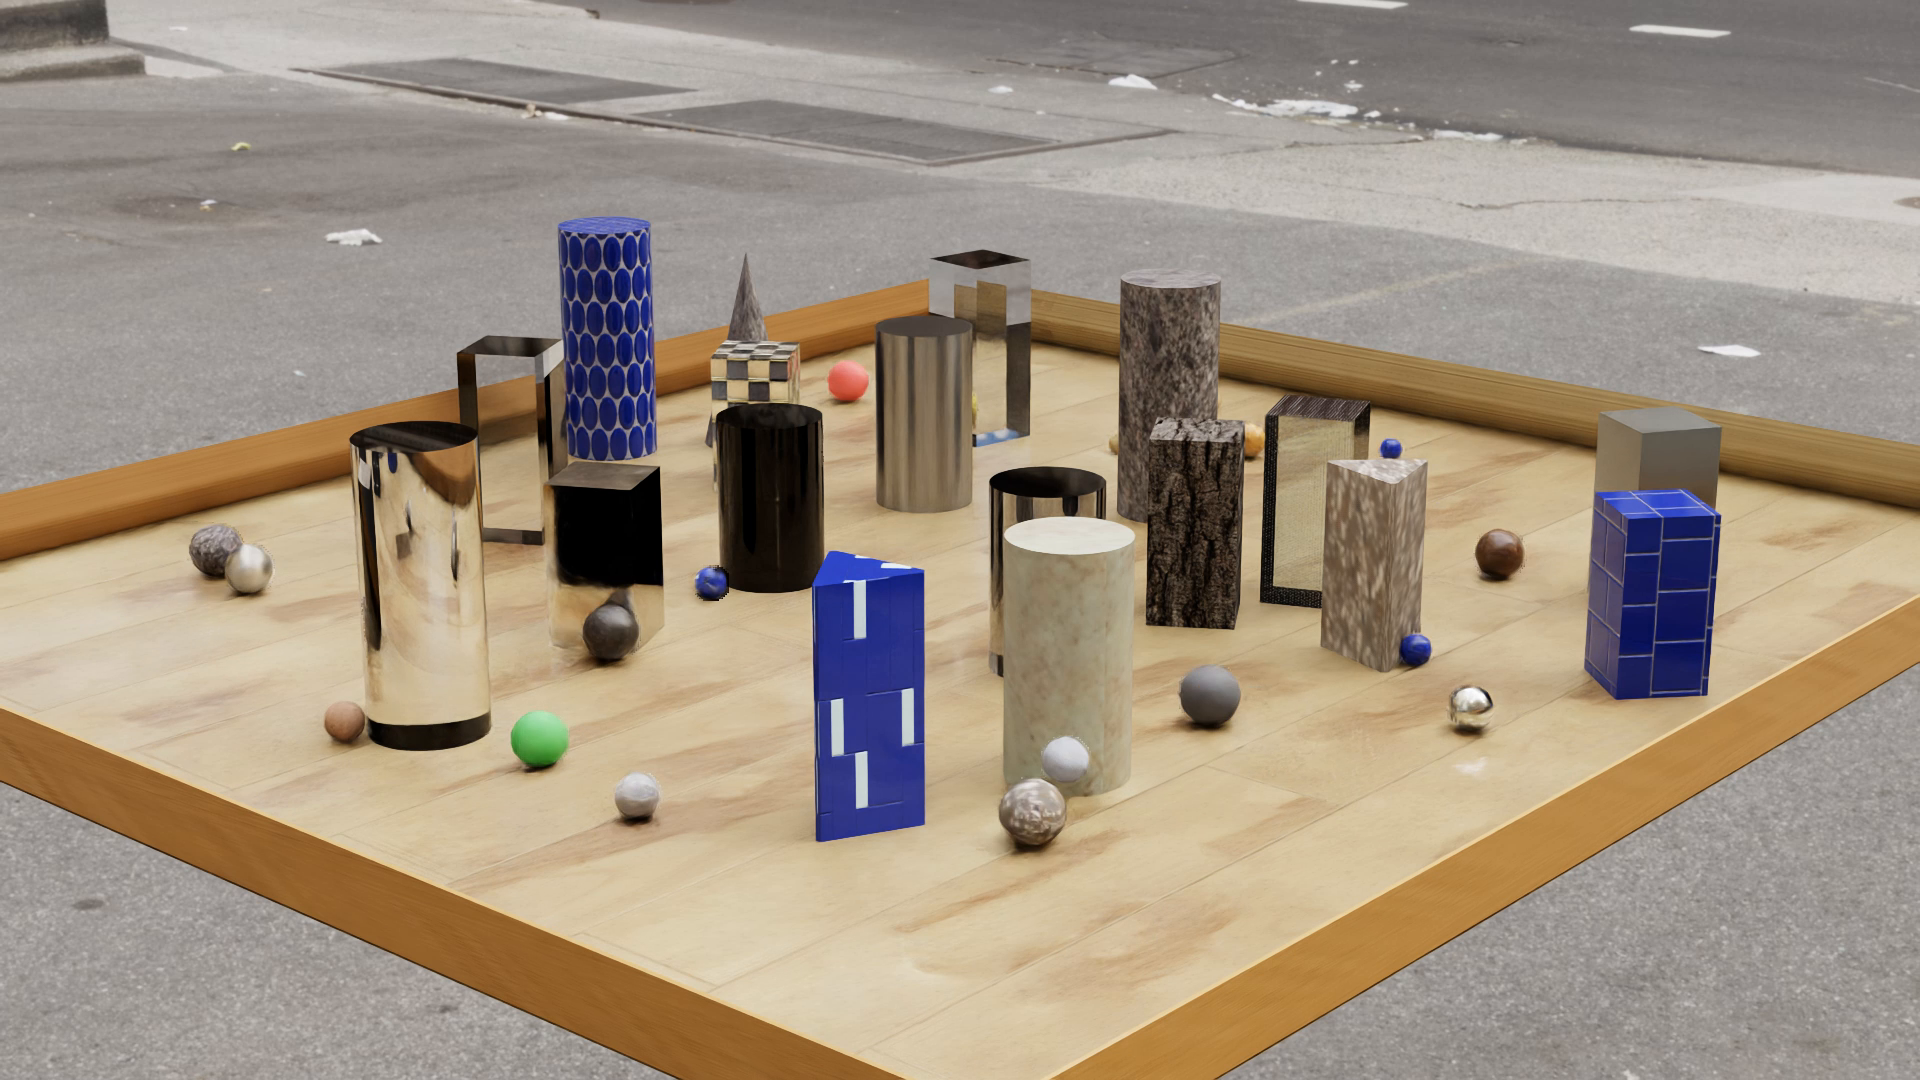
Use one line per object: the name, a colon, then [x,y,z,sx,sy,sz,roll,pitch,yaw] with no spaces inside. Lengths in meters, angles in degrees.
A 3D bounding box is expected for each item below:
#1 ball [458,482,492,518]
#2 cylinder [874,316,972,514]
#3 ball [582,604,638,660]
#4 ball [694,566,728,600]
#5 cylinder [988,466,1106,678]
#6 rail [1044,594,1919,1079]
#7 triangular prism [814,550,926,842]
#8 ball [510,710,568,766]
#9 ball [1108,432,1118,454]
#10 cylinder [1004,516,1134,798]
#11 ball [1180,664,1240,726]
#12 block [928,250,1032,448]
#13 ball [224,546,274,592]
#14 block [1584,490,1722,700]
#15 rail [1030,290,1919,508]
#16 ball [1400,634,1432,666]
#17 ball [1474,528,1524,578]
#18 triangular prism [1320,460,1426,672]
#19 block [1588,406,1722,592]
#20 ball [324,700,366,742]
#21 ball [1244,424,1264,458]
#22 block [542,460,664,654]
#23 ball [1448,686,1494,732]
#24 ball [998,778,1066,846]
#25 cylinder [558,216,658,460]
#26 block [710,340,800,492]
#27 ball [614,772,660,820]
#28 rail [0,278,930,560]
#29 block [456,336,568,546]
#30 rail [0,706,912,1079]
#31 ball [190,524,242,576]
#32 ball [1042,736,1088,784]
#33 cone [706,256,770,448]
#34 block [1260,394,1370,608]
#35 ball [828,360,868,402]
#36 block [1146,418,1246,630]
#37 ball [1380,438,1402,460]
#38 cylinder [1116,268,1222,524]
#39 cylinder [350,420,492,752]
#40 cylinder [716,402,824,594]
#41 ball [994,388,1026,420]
ball: [-0.918,-0.075,5.552,0.066,0.066,0.066,0,17,0]
cylinder: [-0.069,-0.243,5.644,0.187,0.345,0.187,0,17,0]
ball: [-0.568,0.150,4.768,0.091,0.091,0.091,0,17,0]
ball: [-0.432,0.075,5.089,0.057,0.057,0.057,0,17,0]
cylinder: [0.140,0.055,4.719,0.187,0.309,0.187,0,17,0]
rail: [1.062,0.297,4.239,0.045,0.122,3.203,14,22,39]
triangular prism: [-0.151,0.211,4.094,0.162,0.372,0.141,-7,18,-23]
ball: [-0.621,0.293,4.323,0.083,0.083,0.083,0,17,0]
ball: [0.327,-0.198,6.010,0.046,0.046,0.046,0,17,0]
cylinder: [0.157,0.168,4.250,0.187,0.365,0.187,0,17,0]
ball: [0.383,0.237,4.490,0.093,0.093,0.093,0,17,0]
block: [0.042,-0.401,6.115,0.150,0.374,0.150,-14,22,-39]
ball: [-1.243,0.051,5.124,0.083,0.083,0.083,0,17,0]
block: [1.094,0.085,4.643,0.150,0.296,0.150,-2,17,-7]
rail: [1.035,-0.314,6.261,2.859,0.122,0.045,14,22,39]
ball: [0.740,0.178,4.757,0.052,0.052,0.052,0,17,0]
ball: [0.959,0.024,5.209,0.087,0.087,0.087,0,17,0]
triangular prism: [0.701,0.032,4.784,0.141,0.317,0.162,-11,20,-31]
block: [1.192,-0.050,5.041,0.150,0.325,0.150,-5,18,-16]
ball: [-0.928,0.273,4.425,0.062,0.062,0.062,0,17,0]
ball: [0.591,-0.204,5.990,0.070,0.070,0.070,0,17,0]
block: [-0.589,0.027,4.865,0.150,0.279,0.150,4,17,12]
ball: [0.778,0.257,4.468,0.069,0.069,0.069,0,17,0]
ball: [0.100,0.375,4.034,0.094,0.094,0.094,0,17,0]
cylinder: [-0.719,-0.412,5.989,0.187,0.468,0.187,0,17,0]
block: [-0.399,-0.242,5.770,0.150,0.270,0.150,2,17,6]
ball: [-0.455,0.361,4.130,0.065,0.065,0.065,0,17,0]
rail: [-1.062,-0.236,6.003,0.045,0.122,3.203,14,22,39]
block: [-0.826,-0.186,5.435,0.150,0.356,0.150,4,17,12]
rail: [-1.035,0.375,3.980,2.859,0.122,0.045,14,22,39]
ball: [-1.324,0.018,5.217,0.093,0.093,0.093,0,17,0]
ball: [0.150,0.312,4.158,0.066,0.066,0.066,0,17,0]
cone: [-0.438,-0.399,6.062,0.187,0.401,0.187,0,17,0]
block: [0.615,-0.066,5.074,0.150,0.335,0.150,6,18,18]
ball: [-0.246,-0.350,6.435,0.090,0.090,0.090,0,17,0]
block: [0.399,-0.030,4.971,0.150,0.325,0.150,3,17,9]
ball: [0.876,-0.184,5.964,0.046,0.046,0.046,0,17,0]
cylinder: [0.395,-0.273,5.553,0.187,0.454,0.187,0,17,0]
cylinder: [-0.810,0.068,4.412,0.187,0.462,0.187,0,17,0]
cylinder: [-0.334,-0.076,5.173,0.187,0.296,0.187,0,17,0]
ball: [0.109,-0.292,6.283,0.069,0.069,0.069,0,17,0]
